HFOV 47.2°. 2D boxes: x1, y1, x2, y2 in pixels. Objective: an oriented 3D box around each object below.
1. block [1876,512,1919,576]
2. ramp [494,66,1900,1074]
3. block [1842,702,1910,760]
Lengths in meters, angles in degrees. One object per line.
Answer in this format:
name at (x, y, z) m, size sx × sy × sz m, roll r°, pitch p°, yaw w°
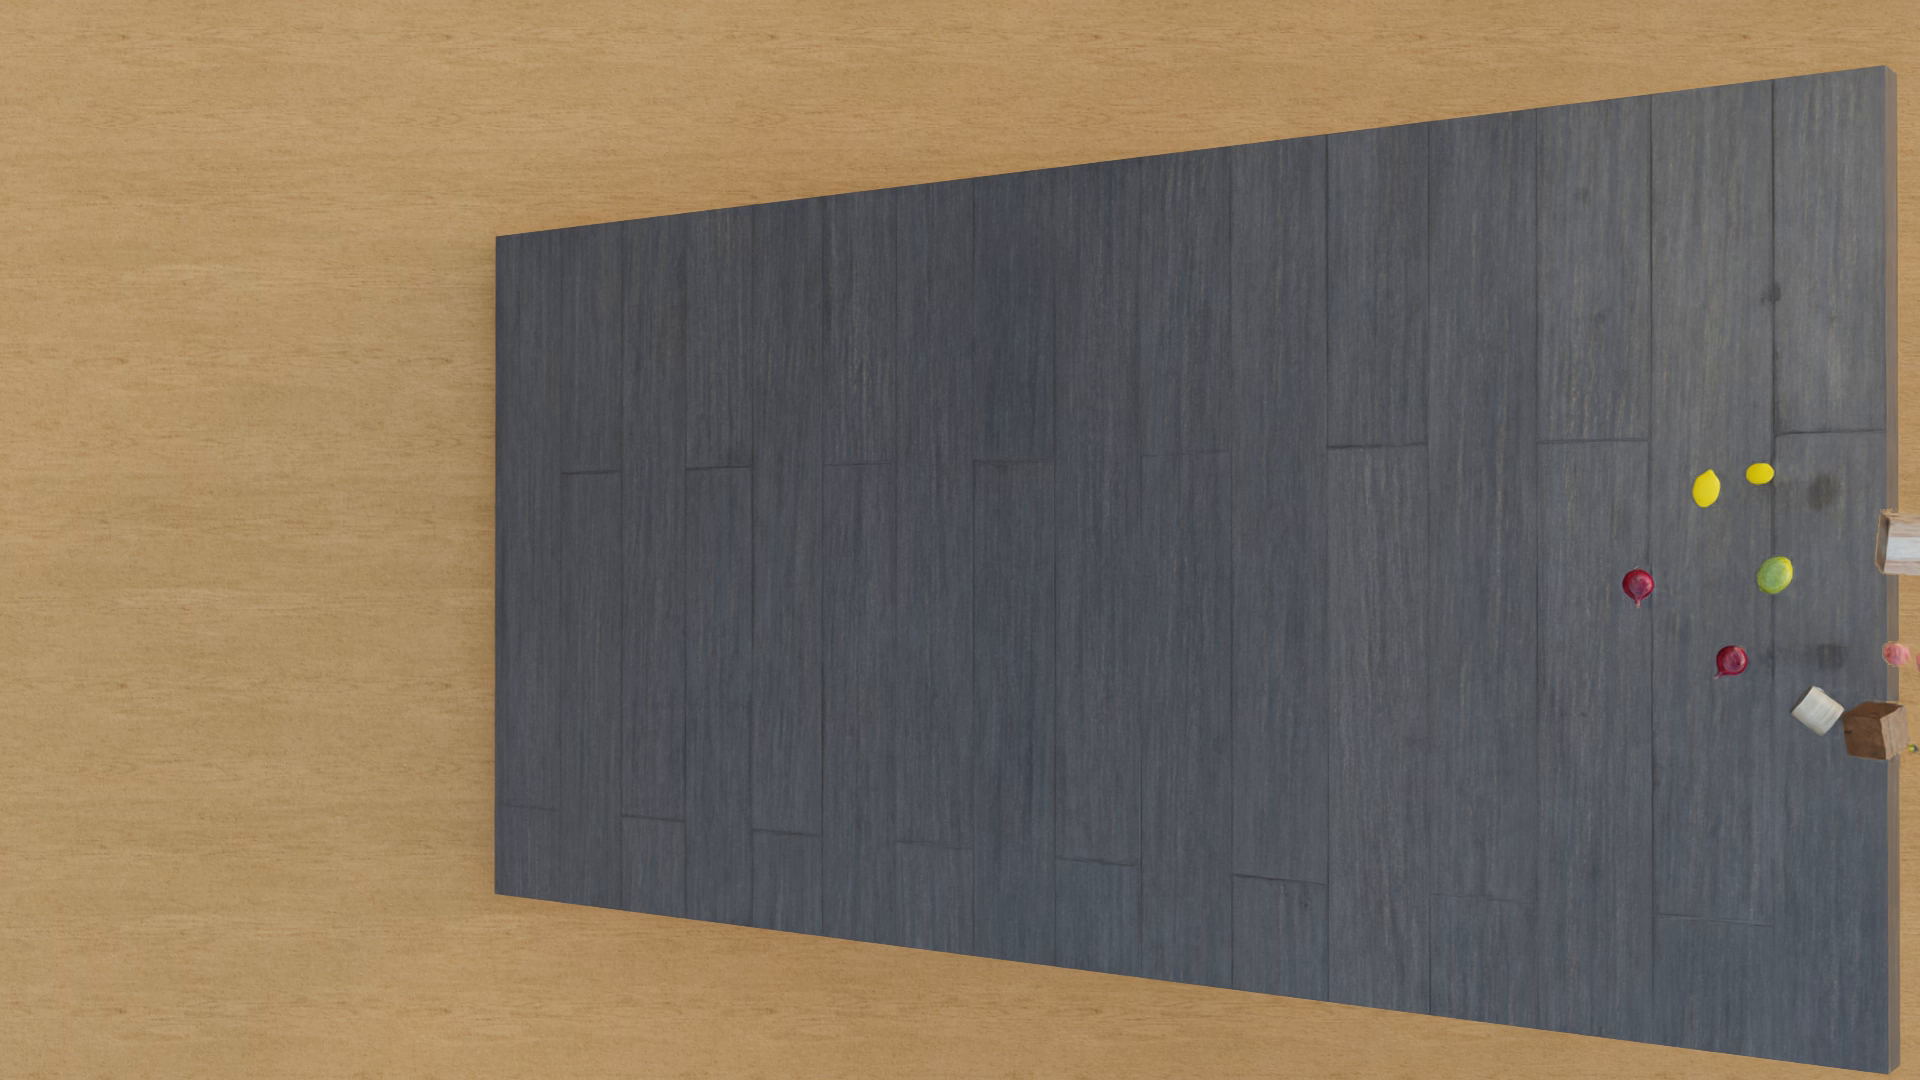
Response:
block at (1.672, 0.007, 3.867) m, size 0.091 × 0.091 × 0.091 m, roll 5°, pitch 102°, yaw 13°
ramp at (0.240, 0.067, 5.563) m, size 4.000 × 0.100 × 2.000 m, roll 0°, pitch 89°, yaw 36°
block at (1.714, 0.356, 4.113) m, size 0.080 × 0.080 × 0.080 m, roll -19°, pitch 102°, yaw -33°
